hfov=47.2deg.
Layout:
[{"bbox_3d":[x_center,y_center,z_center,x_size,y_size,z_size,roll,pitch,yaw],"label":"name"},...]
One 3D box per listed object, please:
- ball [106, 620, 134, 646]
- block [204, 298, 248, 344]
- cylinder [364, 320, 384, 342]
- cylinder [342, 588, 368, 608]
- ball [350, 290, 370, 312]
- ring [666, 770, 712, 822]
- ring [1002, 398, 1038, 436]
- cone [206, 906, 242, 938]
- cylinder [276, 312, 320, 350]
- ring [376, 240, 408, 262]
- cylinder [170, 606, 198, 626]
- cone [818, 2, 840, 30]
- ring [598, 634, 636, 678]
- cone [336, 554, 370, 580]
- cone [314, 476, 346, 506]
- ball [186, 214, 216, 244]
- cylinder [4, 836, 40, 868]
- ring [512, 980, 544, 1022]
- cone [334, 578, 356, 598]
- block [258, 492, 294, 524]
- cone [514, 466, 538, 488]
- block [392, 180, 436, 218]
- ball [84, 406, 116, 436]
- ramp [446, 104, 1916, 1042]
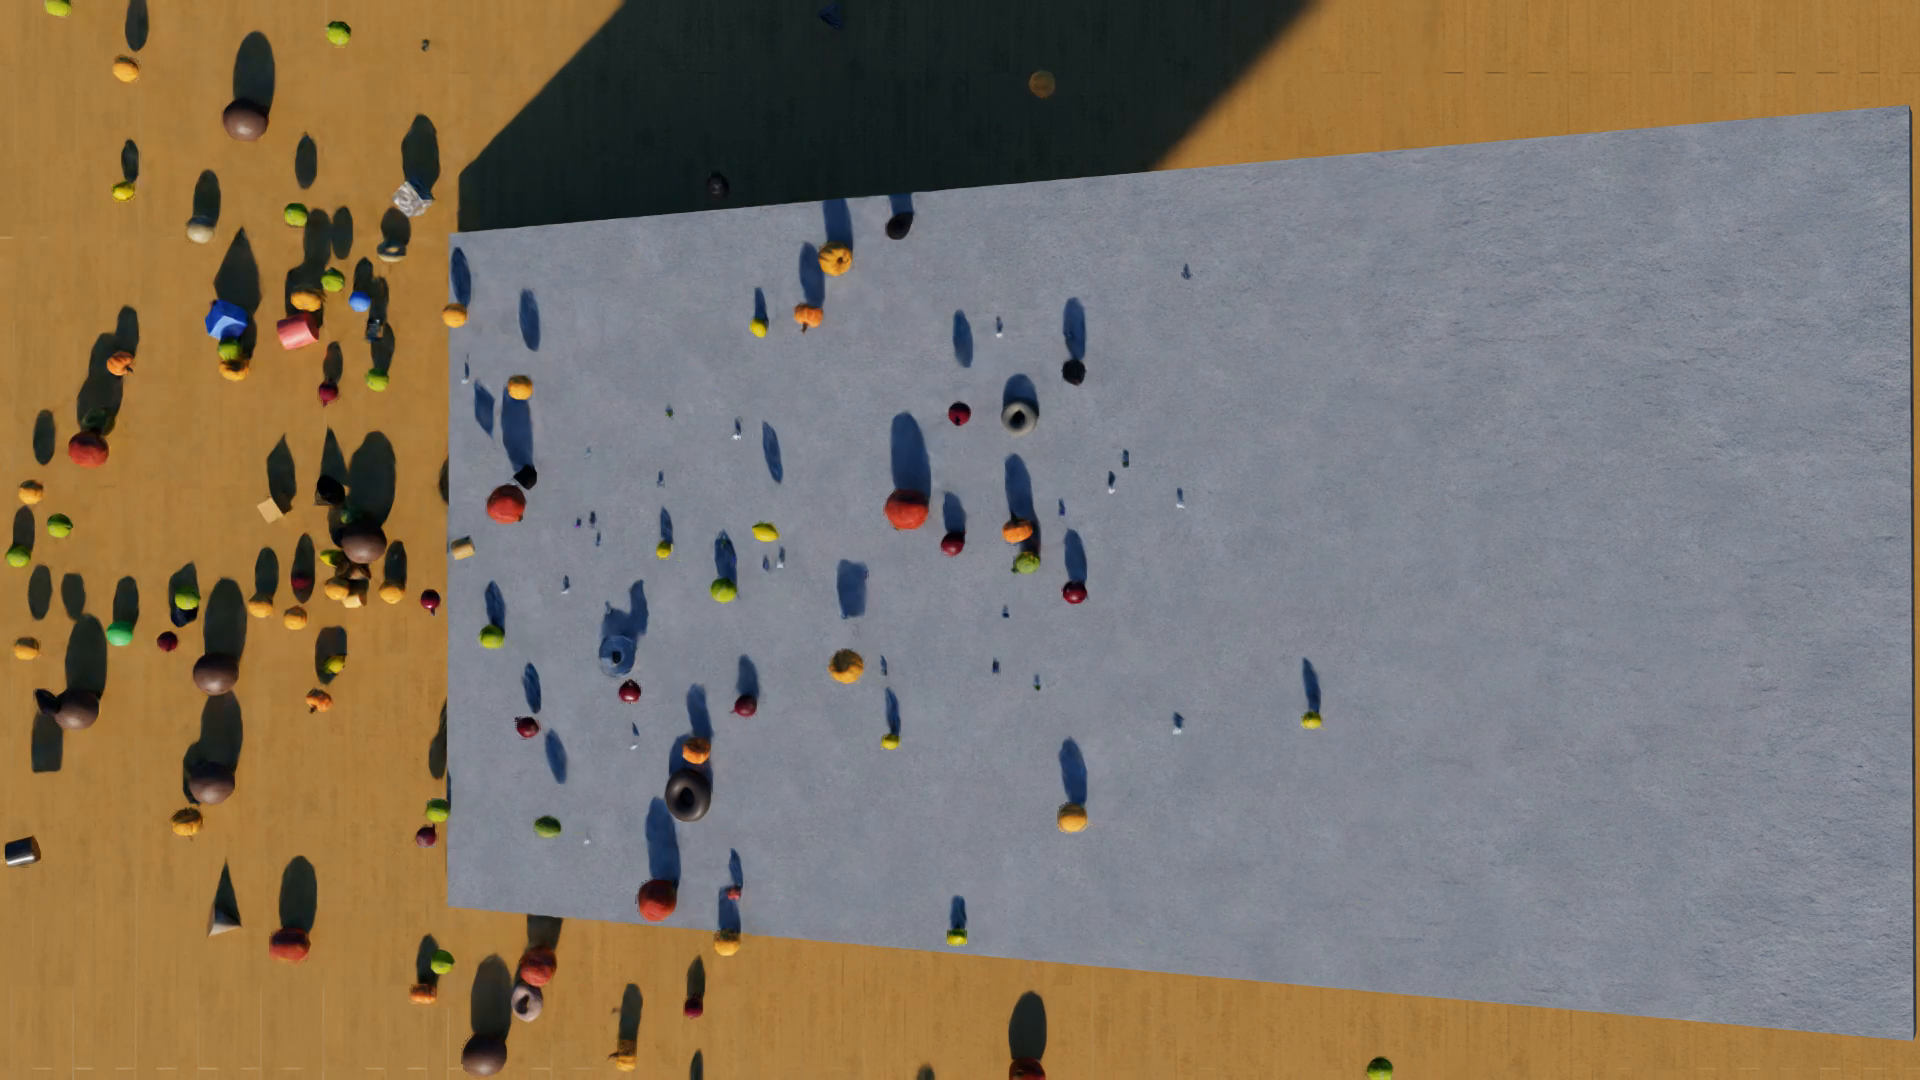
[{"bbox_3d":[-2.514,0.278,6.581,0.077,0.077,0.077,0,89,0],"label":"ball"},{"bbox_3d":[-2.189,-0.651,6.561,0.082,0.082,0.082,-48,45,20],"label":"block"},{"bbox_3d":[-1.755,-0.628,6.590,0.052,0.052,0.052,13,111,0],"label":"cylinder"},{"bbox_3d":[-1.812,0.175,6.588,0.052,0.052,0.052,-10,89,15],"label":"cylinder"},{"bbox_3d":[-1.801,-0.717,6.600,0.062,0.062,0.062,0,89,0],"label":"ball"},{"bbox_3d":[-0.754,0.710,6.102,0.148,0.049,0.148,2,93,30],"label":"ring"},{"bbox_3d":[0.153,-0.316,5.654,0.101,0.034,0.101,0,91,28],"label":"ring"},{"bbox_3d":[-2.197,1.151,6.590,0.094,0.094,0.094,15,89,-26],"label":"cone"},{"bbox_3d":[-1.980,-0.626,6.580,0.093,0.093,0.093,-19,89,4],"label":"cylinder"},{"bbox_3d":[-1.704,-0.866,6.596,0.090,0.090,0.030,14,134,0],"label":"ring"},{"bbox_3d":[-2.324,0.227,6.586,0.053,0.053,0.053,4,105,16],"label":"cylinder"},{"bbox_3d":[-0.378,-1.563,6.622,0.079,0.079,0.079,-32,116,0],"label":"cone"},{"bbox_3d":[-0.971,0.329,6.222,0.126,0.042,0.126,-2,85,29],"label":"ring"},{"bbox_3d":[-1.807,0.100,6.602,0.090,0.090,0.090,30,89,-26],"label":"cone"},{"bbox_3d":[-1.913,-0.125,6.599,0.098,0.098,0.098,-34,89,31],"label":"cone"},{"bbox_3d":[-2.275,-0.932,6.591,0.084,0.084,0.084,0,89,0],"label":"ball"},{"bbox_3d":[-2.757,0.918,6.467,0.077,0.077,0.077,-14,89,-8],"label":"cylinder"},{"bbox_3d":[-1.292,1.376,6.565,0.122,0.041,0.122,-4,83,39],"label":"ring"},{"bbox_3d":[-1.843,0.137,6.608,0.060,0.060,0.060,-15,89,-27],"label":"cone"},{"bbox_3d":[-2.048,-0.098,6.578,0.062,0.062,0.062,-26,102,23],"label":"block"},{"bbox_3d":[-1.273,-0.183,6.369,0.067,0.067,0.067,0,89,27],"label":"cone"},{"bbox_3d":[-1.633,-1.020,6.571,0.076,0.076,0.076,-41,85,20],"label":"block"},{"bbox_3d":[-2.575,-0.354,6.581,0.091,0.091,0.091,0,89,0],"label":"ball"},{"bbox_3d":[0.278,0.078,5.660,4.000,0.100,2.000,0,89,27],"label":"ramp"}]
